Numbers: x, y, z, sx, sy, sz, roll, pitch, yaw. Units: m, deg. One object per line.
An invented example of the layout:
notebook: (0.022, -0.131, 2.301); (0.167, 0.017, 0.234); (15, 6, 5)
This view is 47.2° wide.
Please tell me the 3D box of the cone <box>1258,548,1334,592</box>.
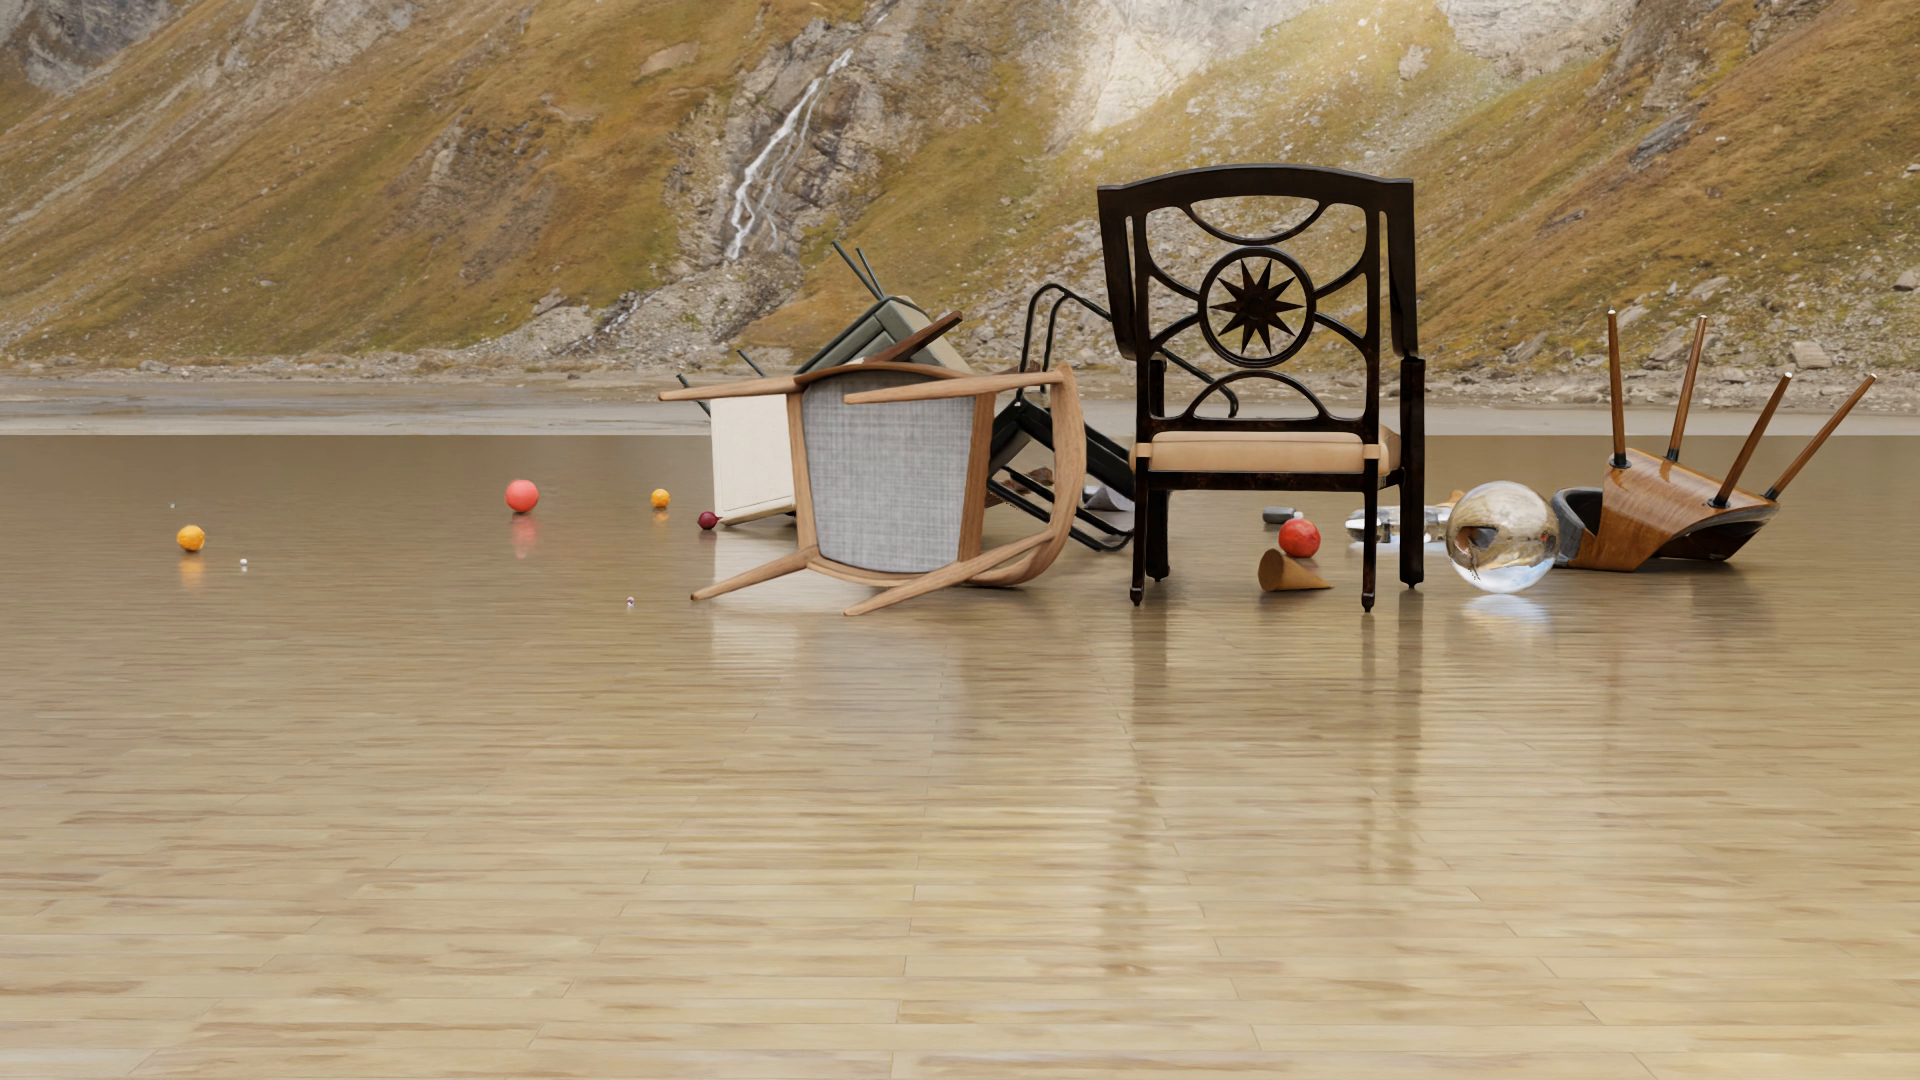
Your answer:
cone: (0.769, 0.088, 4.929); (0.182, 0.103, 0.089); (15, -47, -27)

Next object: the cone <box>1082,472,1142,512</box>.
cone: (0.529, -0.146, 8.146); (0.209, 0.155, 0.207); (-23, -9, 39)

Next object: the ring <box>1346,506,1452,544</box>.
ring: (1.316, -0.046, 6.505); (0.381, 0.101, 0.299); (-3, 4, -31)

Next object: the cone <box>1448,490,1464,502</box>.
cone: (1.876, -0.141, 8.373); (0.077, 0.065, 0.092); (12, 30, 42)

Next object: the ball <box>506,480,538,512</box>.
ball: (-1.594, -0.160, 8.007); (0.118, 0.118, 0.118); (0, 4, 0)

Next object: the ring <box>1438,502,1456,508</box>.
ring: (1.650, -0.088, 7.365); (0.111, 0.064, 0.200); (-3, 5, -10)

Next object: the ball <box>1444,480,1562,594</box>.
ball: (1.191, -0.006, 4.826); (0.248, 0.248, 0.248); (0, 4, 0)
